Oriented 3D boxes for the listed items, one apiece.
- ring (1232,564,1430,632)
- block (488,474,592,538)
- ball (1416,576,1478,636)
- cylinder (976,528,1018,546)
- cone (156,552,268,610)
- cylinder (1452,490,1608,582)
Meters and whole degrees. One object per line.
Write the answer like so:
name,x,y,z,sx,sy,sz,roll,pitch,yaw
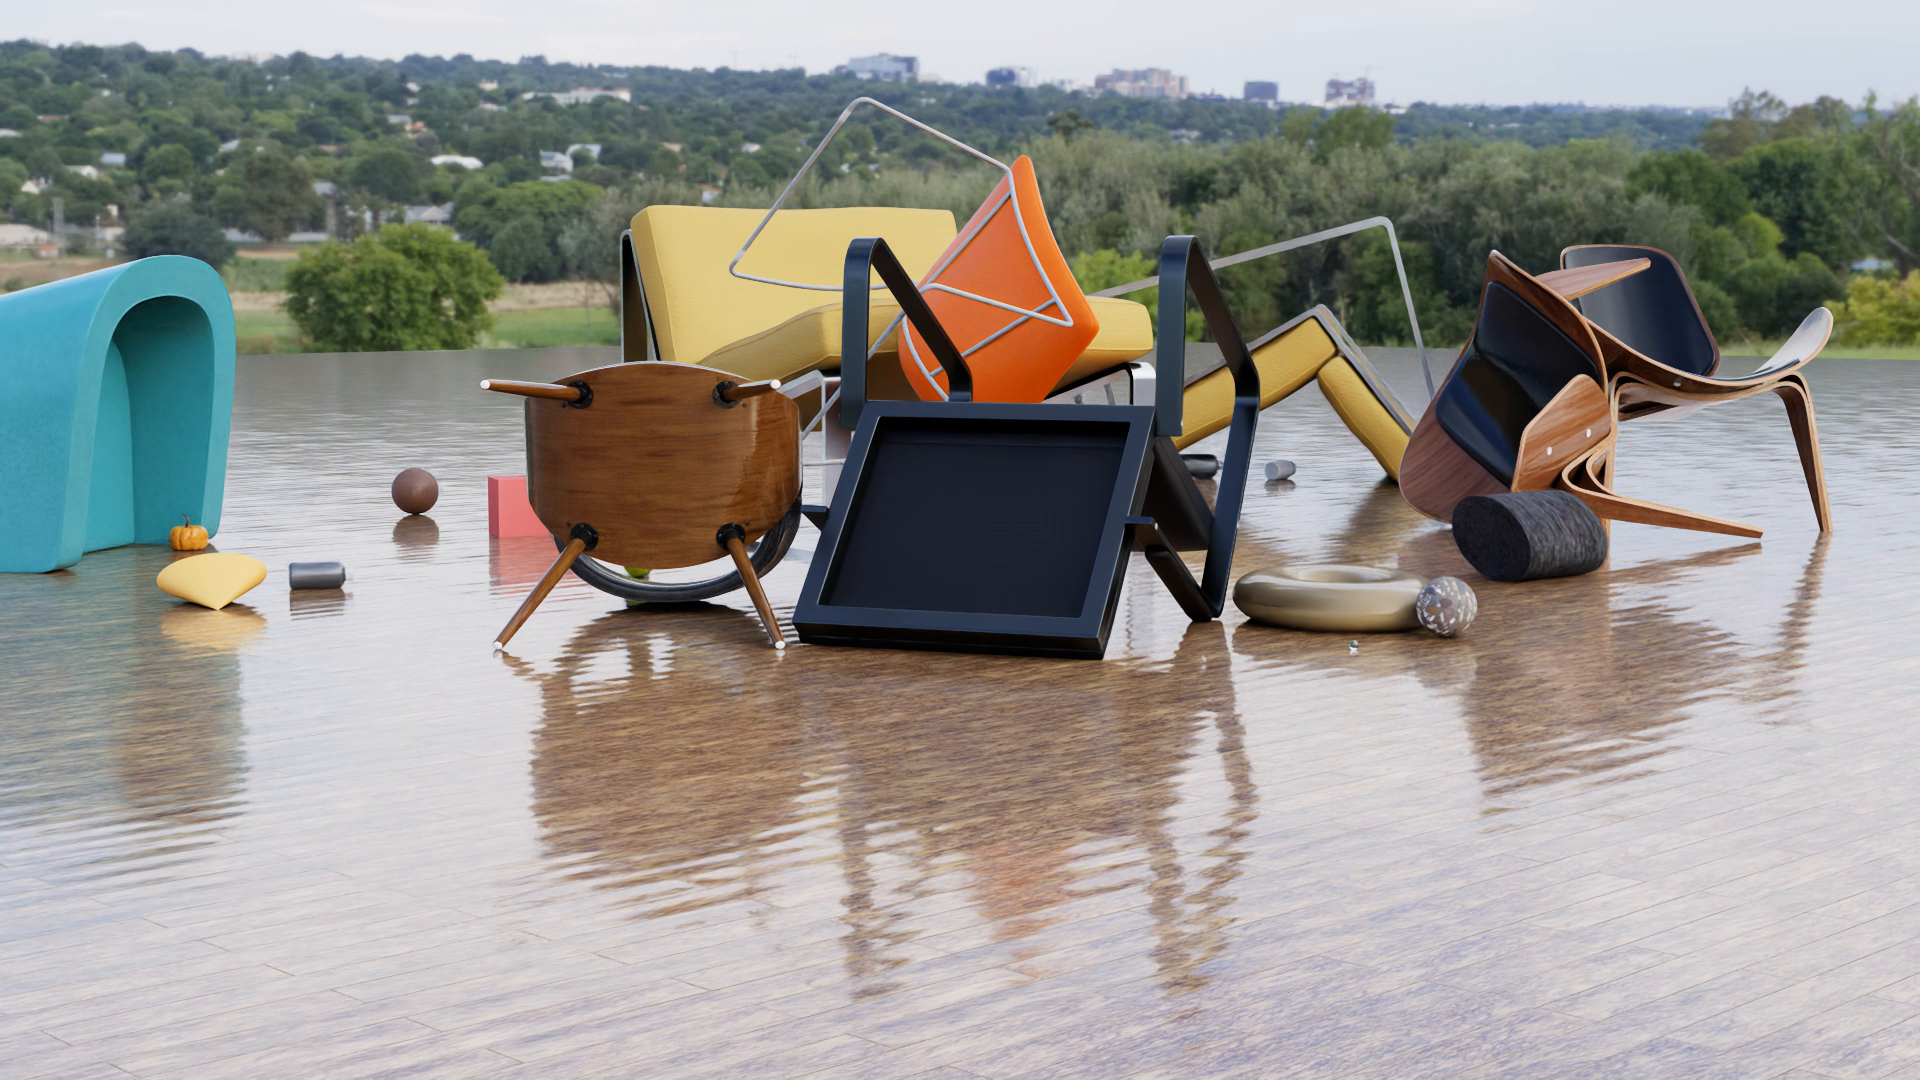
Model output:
ring,0.722,0.109,4.908,0.374,0.092,0.429,-6,9,-38
block,-1.078,-0.090,6.579,0.238,0.145,0.146,-2,6,-20
ball,0.889,0.122,4.691,0.111,0.111,0.111,0,6,0
cylinder,0.089,-0.007,6.262,0.082,0.043,0.093,7,0,-13
cone,-1.493,0.106,5.141,0.217,0.102,0.170,-6,24,-18
cylinder,1.253,-0.012,5.643,0.265,0.161,0.235,-5,37,-39
